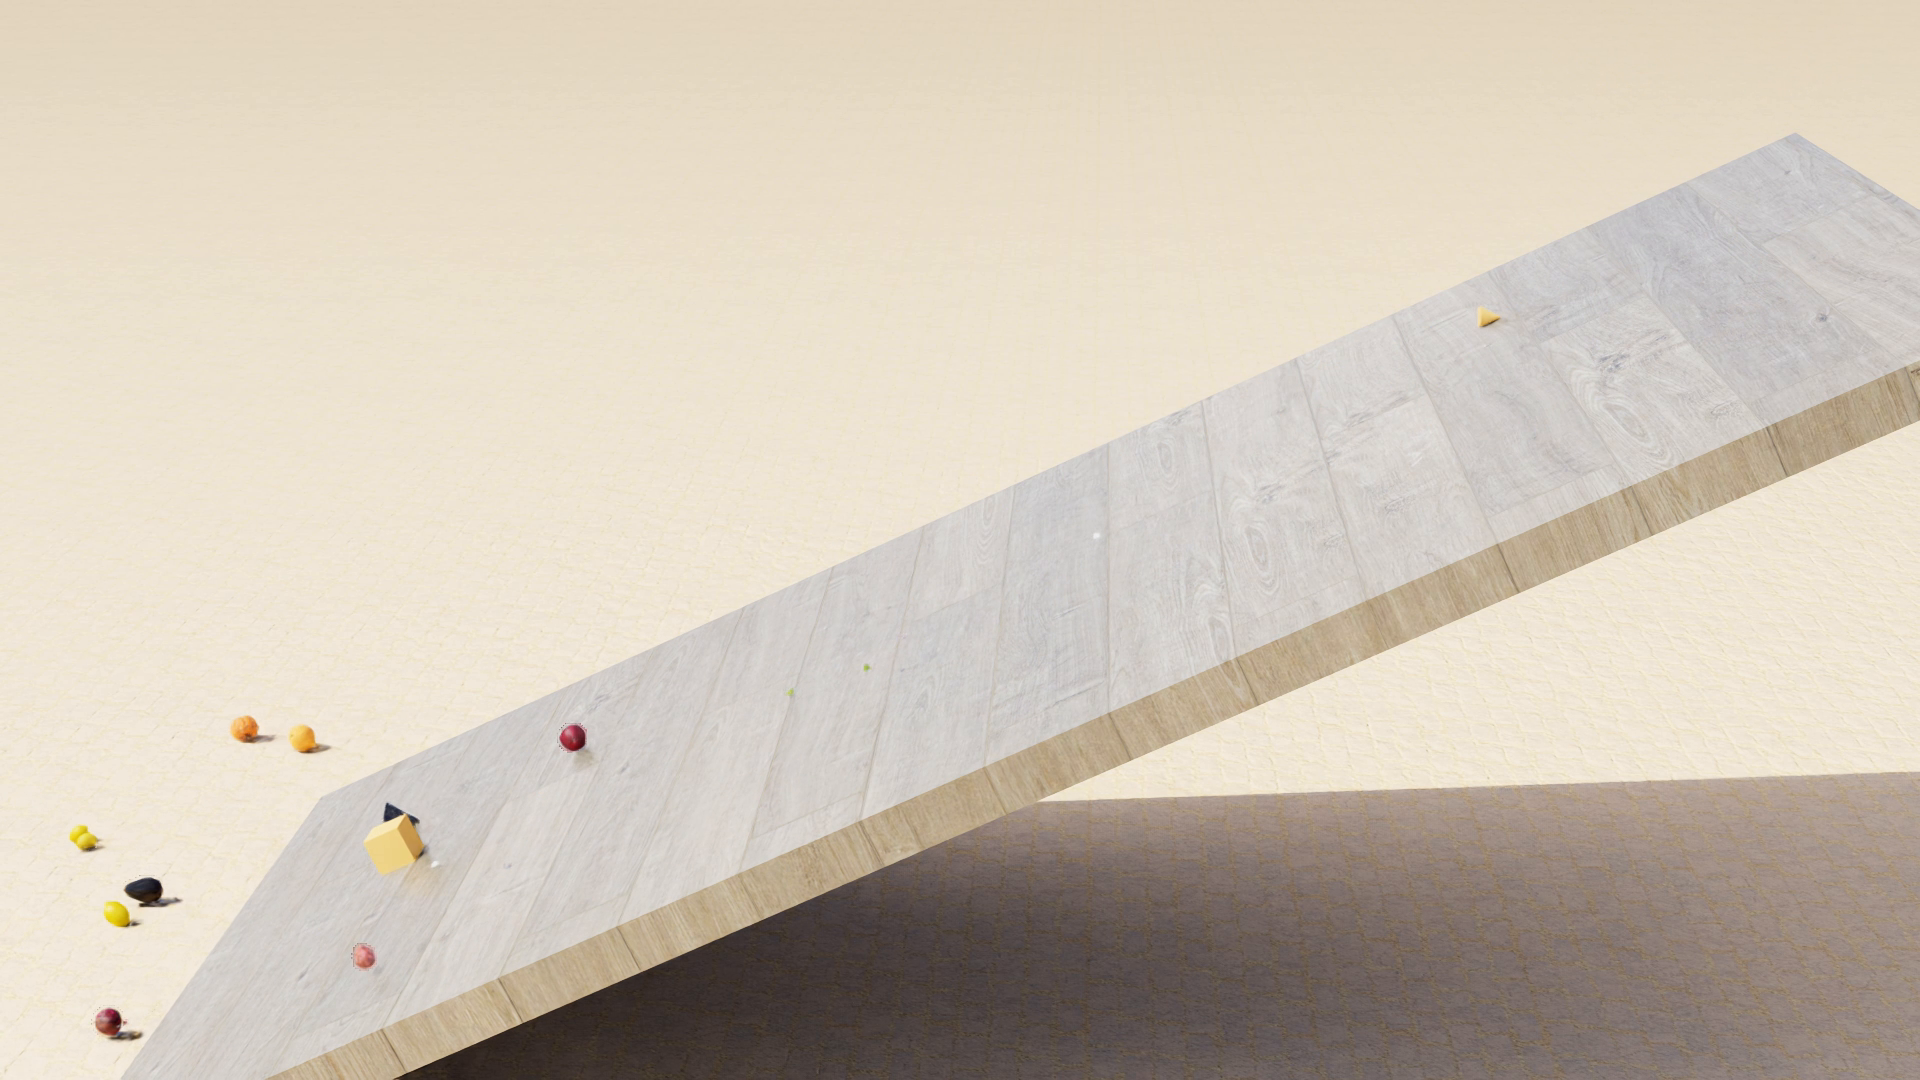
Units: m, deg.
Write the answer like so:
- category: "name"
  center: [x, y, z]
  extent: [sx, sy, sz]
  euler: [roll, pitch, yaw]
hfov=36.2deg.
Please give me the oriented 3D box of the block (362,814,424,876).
- category: "block"
  center: [-1.264, 0.680, 6.568]
  extent: [0.087, 0.087, 0.087]
  euler: [-24, 13, 10]

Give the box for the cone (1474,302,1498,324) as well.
- category: "cone"
  center: [1.186, -0.499, 6.577]
  extent: [0.050, 0.050, 0.050]
  euler: [21, 9, -19]

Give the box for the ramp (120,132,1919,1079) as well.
- category: "ramp"
  center: [0.136, 0.169, 6.282]
  extent: [4.000, 0.100, 2.000]
  euler: [-24, 13, 9]
